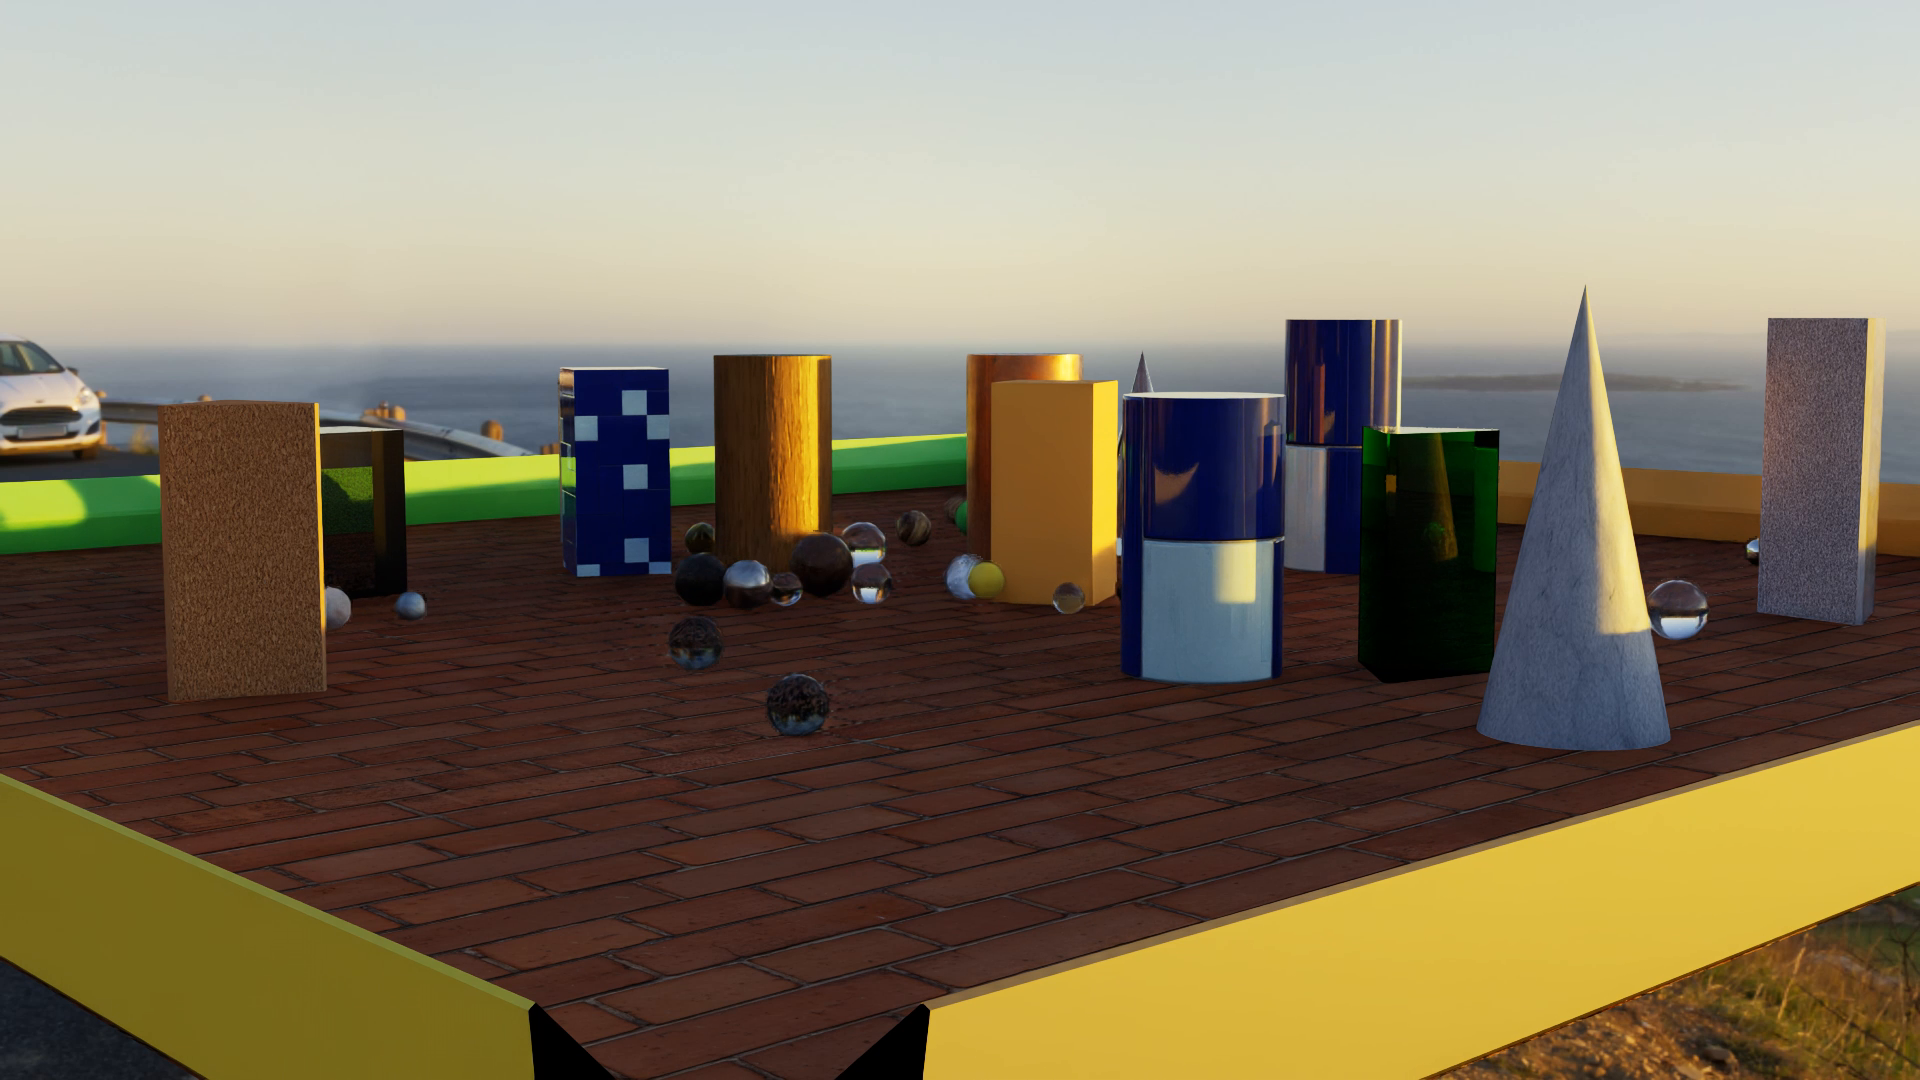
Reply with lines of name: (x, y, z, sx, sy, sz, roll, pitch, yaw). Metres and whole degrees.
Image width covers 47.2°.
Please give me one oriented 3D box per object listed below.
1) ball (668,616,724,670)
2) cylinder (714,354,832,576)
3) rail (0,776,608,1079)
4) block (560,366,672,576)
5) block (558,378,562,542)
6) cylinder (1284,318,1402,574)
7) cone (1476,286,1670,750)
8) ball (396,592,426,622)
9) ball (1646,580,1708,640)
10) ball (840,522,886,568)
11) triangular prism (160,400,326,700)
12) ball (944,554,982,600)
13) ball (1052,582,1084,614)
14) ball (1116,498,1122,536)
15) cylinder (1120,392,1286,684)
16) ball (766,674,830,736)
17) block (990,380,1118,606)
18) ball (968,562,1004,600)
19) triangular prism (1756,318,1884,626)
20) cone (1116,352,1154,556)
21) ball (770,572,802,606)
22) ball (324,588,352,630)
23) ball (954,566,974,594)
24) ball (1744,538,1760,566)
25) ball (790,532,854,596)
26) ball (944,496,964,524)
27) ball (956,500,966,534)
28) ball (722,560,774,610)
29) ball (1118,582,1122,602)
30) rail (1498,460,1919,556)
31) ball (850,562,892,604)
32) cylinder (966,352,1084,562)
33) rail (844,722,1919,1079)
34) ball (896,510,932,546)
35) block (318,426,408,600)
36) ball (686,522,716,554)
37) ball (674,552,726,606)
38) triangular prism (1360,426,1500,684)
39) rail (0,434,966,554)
ball: (-0.328, 0.128, 2.732, 0.068, 0.068, 0.068, 0, 6, 0)
cylinder: (-0.318, -0.129, 3.744, 0.200, 0.370, 0.200, 0, 6, 0)
rail: (-1.254, 0.154, 2.181, 0.045, 0.130, 3.418, -5, 8, -42)
block: (-0.593, -0.121, 3.780, 0.160, 0.347, 0.160, -2, 6, -19)
block: (-0.695, -0.161, 4.311, 0.160, 0.317, 0.160, 0, 6, -2)
cylinder: (0.661, -0.166, 3.812, 0.200, 0.430, 0.200, 0, 6, 0)
cone: (0.650, -0.032, 2.310, 0.200, 0.474, 0.200, 0, 6, 0)
ball: (-0.791, 0.096, 3.165, 0.043, 0.043, 0.043, 0, 6, 0)
ball: (0.973, 0.095, 2.984, 0.082, 0.082, 0.082, 0, 6, 0)
ball: (-0.168, 0.010, 3.788, 0.084, 0.084, 0.084, 0, 6, 0)
triangular prism: (-0.855, 0.006, 2.606, 0.173, 0.338, 0.150, -3, 6, -23)
ball: (0.009, 0.058, 3.406, 0.069, 0.069, 0.069, 0, 6, 0)
ball: (0.160, 0.086, 3.238, 0.047, 0.047, 0.047, 0, 6, 0)
ball: (0.272, -0.043, 4.243, 0.095, 0.095, 0.095, 0, 6, 0)
cylinder: (0.299, -0.007, 2.710, 0.200, 0.342, 0.200, 0, 6, 0)
ball: (-0.170, 0.174, 2.307, 0.066, 0.066, 0.066, 0, 6, 0)
block: (0.147, -0.077, 3.408, 0.160, 0.336, 0.160, 2, 6, 17)
ball: (0.040, 0.062, 3.342, 0.056, 0.056, 0.056, 0, 6, 0)
triangular prism: (1.295, -0.106, 3.216, 0.150, 0.435, 0.173, -4, 7, -33)
cone: (0.338, -0.166, 4.089, 0.200, 0.373, 0.200, 0, 6, 0)
ball: (-0.264, 0.074, 3.329, 0.052, 0.052, 0.052, 0, 6, 0)
ball: (-0.883, 0.096, 3.078, 0.060, 0.060, 0.060, 0, 6, 0)
ball: (0.013, 0.064, 3.463, 0.045, 0.045, 0.045, 0, 6, 0)
ball: (1.402, 0.022, 3.859, 0.047, 0.047, 0.047, 0, 6, 0)
ball: (-0.218, 0.038, 3.445, 0.100, 0.100, 0.100, 0, 6, 0)
ball: (-0.006, -0.061, 4.604, 0.057, 0.057, 0.057, 0, 6, 0)
ball: (0.029, -0.044, 4.337, 0.078, 0.078, 0.078, 0, 6, 0)
ball: (-0.317, 0.067, 3.281, 0.076, 0.076, 0.076, 0, 6, 0)
ball: (0.261, 0.078, 3.309, 0.048, 0.048, 0.048, 0, 6, 0)
rail: (1.254, -0.086, 4.482, 0.045, 0.130, 3.418, -5, 8, -42)
ball: (-0.135, 0.065, 3.348, 0.065, 0.065, 0.065, 0, 6, 0)
cylinder: (0.111, -0.133, 3.773, 0.200, 0.371, 0.200, 0, 6, 0)
rail: (1.143, 0.162, 2.100, 3.459, 0.130, 0.045, -5, 8, -42)
ball: (-0.087, -0.022, 4.171, 0.068, 0.068, 0.068, 0, 6, 0)
block: (-0.988, -0.044, 3.465, 0.160, 0.259, 0.160, 5, 8, 42)
ball: (-0.468, 0.000, 3.995, 0.062, 0.062, 0.062, 0, 6, 0)
ball: (-0.390, 0.060, 3.319, 0.082, 0.082, 0.082, 0, 6, 0)
triangular prism: (0.550, 0.012, 2.733, 0.173, 0.300, 0.150, -3, 7, -30)
rail: (-1.143, -0.094, 4.564, 3.459, 0.130, 0.045, -5, 8, -42)
